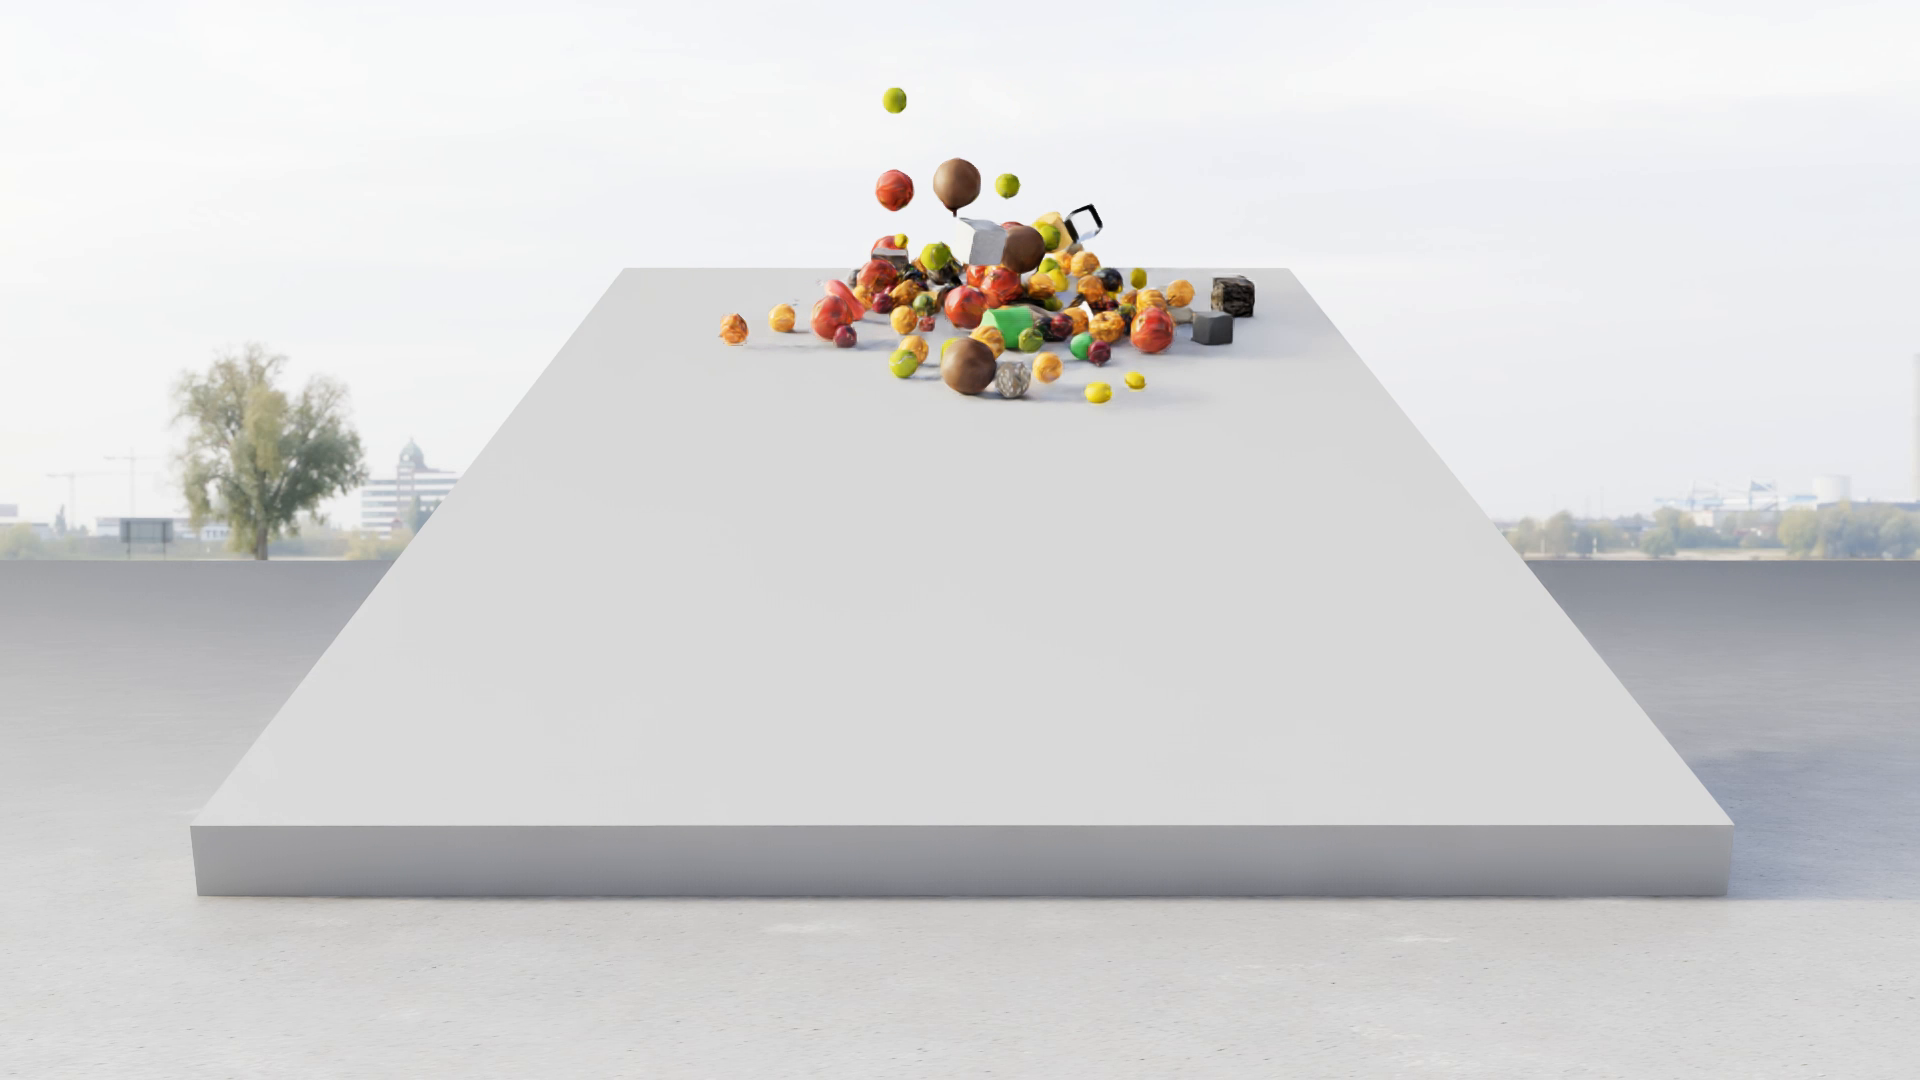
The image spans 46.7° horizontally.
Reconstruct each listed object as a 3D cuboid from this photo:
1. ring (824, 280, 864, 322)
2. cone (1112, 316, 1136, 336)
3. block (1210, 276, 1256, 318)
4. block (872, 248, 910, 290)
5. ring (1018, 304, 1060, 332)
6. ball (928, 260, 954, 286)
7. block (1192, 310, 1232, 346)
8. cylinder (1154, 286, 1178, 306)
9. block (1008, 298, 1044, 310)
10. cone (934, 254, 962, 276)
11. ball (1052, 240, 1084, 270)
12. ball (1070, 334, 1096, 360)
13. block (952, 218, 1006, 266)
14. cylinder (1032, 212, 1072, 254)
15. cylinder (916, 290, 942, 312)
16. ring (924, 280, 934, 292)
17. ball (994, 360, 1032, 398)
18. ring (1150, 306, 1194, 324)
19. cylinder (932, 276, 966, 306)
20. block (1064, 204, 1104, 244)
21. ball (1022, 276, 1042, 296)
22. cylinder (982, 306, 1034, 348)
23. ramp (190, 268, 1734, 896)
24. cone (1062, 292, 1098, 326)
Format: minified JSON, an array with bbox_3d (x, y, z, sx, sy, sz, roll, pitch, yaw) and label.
[{"bbox_3d":[-0.308,-0.640,5.934,0.045,0.135,0.135,-41,-9,10],"label":"ring"},{"bbox_3d":[0.415,-0.553,5.800,0.059,0.059,0.059,0,1,-40],"label":"cone"},{"bbox_3d":[0.738,-0.657,6.023,0.089,0.089,0.089,-4,22,-13],"label":"block"},{"bbox_3d":[-0.199,-0.780,6.406,0.100,0.100,0.100,2,17,5],"label":"block"},{"bbox_3d":[0.205,-0.577,5.788,0.115,0.038,0.115,23,18,-8],"label":"ring"},{"bbox_3d":[-0.052,-0.714,5.936,0.070,0.070,0.070,0,0,0],"label":"ball"},{"bbox_3d":[0.645,-0.542,5.688,0.073,0.073,0.073,-9,19,-27],"label":"block"},{"bbox_3d":[0.553,-0.649,5.984,0.052,0.052,0.052,0,-23,30],"label":"cylinder"},{"bbox_3d":[0.175,-0.599,5.880,0.067,0.067,0.067,-16,24,-42],"label":"block"},{"bbox_3d":[-0.045,-0.768,6.440,0.089,0.089,0.089,0,36,15],"label":"cone"},{"bbox_3d":[0.323,-0.861,6.668,0.100,0.100,0.100,0,0,0],"label":"ball"},{"bbox_3d":[0.302,-0.477,5.494,0.063,0.063,0.063,0,0,0],"label":"ball"},{"bbox_3d":[0.051,-0.783,5.850,0.096,0.096,0.096,-1,26,-28],"label":"block"},{"bbox_3d":[0.262,-0.869,6.295,0.087,0.087,0.087,-23,28,13],"label":"cylinder"},{"bbox_3d":[-0.084,-0.648,6.051,0.058,0.058,0.058,4,1,16],"label":"cylinder"},{"bbox_3d":[-0.053,-0.710,6.258,0.098,0.033,0.098,-4,36,3],"label":"ring"},{"bbox_3d":[0.120,-0.371,5.115,0.086,0.086,0.086,0,0,0],"label":"ball"},{"bbox_3d":[0.565,-0.598,5.920,0.122,0.041,0.122,0,13,0],"label":"ring"},{"bbox_3d":[-0.030,-0.683,6.104,0.066,0.066,0.066,-25,-13,30],"label":"cylinder"},{"bbox_3d":[0.346,-0.884,6.225,0.072,0.072,0.072,-23,-10,-20],"label":"block"},{"bbox_3d":[0.203,-0.717,6.280,0.054,0.054,0.054,0,0,0],"label":"ball"},{"bbox_3d":[0.119,-0.535,5.622,0.098,0.098,0.098,4,-2,-27],"label":"cylinder"},{"bbox_3d":[-0.003,-0.177,4.806,2.000,0.100,4.000,0,17,0],"label":"ramp"},{"bbox_3d":[0.328,-0.588,5.835,0.089,0.089,0.089,39,3,5],"label":"cone"}]
